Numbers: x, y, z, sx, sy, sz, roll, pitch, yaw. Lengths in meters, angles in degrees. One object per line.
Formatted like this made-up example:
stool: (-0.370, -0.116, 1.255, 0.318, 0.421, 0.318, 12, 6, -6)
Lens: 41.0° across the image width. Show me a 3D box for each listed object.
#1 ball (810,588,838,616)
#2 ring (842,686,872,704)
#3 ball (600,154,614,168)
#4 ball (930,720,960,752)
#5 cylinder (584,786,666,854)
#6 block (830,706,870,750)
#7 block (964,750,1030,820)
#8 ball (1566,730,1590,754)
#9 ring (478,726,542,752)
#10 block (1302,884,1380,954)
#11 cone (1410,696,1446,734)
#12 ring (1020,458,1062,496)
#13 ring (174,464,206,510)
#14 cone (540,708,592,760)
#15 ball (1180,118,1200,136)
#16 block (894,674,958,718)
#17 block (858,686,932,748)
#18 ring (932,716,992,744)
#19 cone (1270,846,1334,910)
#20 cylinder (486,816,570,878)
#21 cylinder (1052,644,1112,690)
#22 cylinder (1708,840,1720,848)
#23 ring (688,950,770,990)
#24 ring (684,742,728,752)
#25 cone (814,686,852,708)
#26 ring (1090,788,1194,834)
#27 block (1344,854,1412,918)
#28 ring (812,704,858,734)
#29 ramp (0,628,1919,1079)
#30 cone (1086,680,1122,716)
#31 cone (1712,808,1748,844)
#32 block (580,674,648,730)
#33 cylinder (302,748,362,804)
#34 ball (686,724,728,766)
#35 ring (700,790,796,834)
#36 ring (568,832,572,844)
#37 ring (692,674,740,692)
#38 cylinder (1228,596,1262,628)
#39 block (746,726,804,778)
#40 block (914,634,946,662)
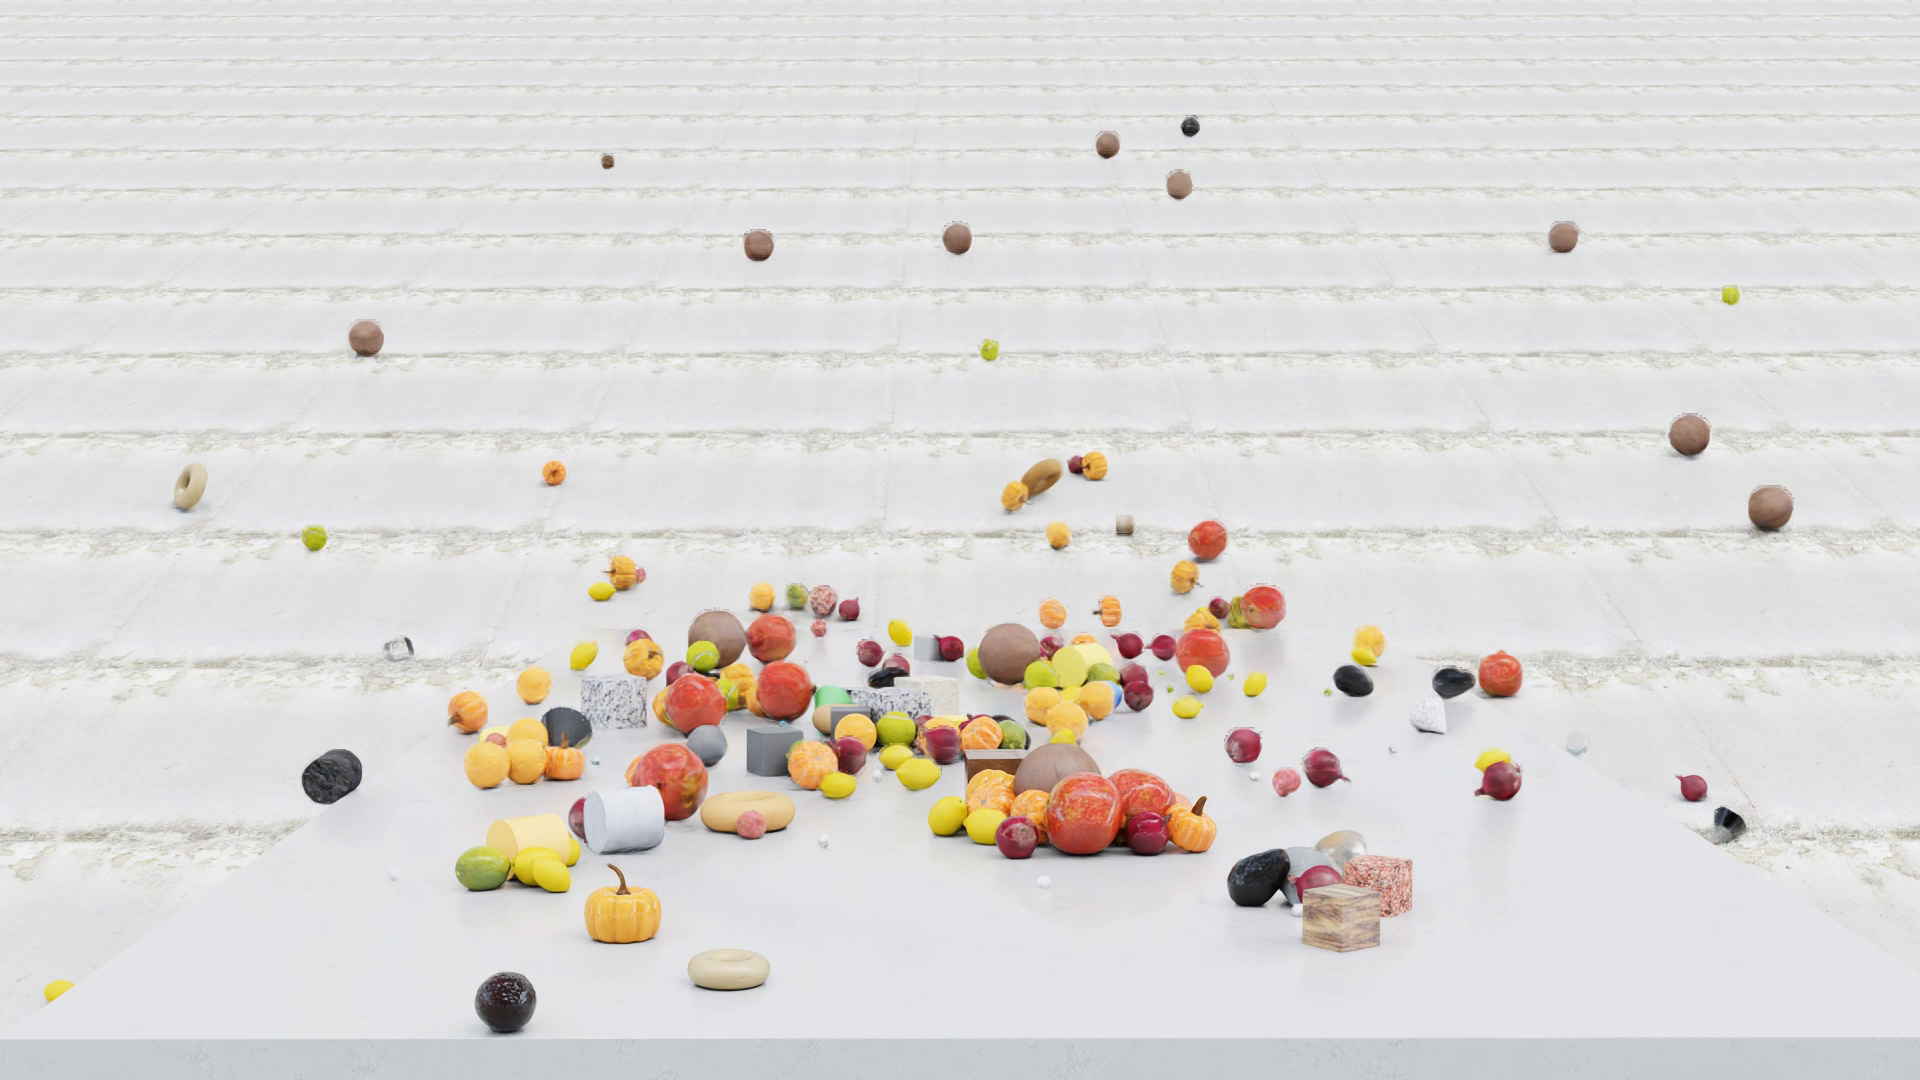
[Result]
ball: (-0.366, 0.165, 6.881, 0.075, 0.075, 0.075, 0, 19, 0)
ring: (-0.204, 0.308, 5.087, 0.088, 0.029, 0.088, 0, 2, 0)
ball: (-1.745, -1.874, 12.710, 0.070, 0.070, 0.070, 0, 19, 0)
ball: (-0.025, 0.339, 4.443, 0.053, 0.053, 0.053, 0, 19, 0)
cylinder: (-0.461, 0.384, 3.524, 0.085, 0.085, 0.085, -2, 18, -30)
block: (-0.191, 0.329, 4.481, 0.068, 0.068, 0.068, 0, 4, -3)
block: (0.055, 0.362, 3.801, 0.091, 0.091, 0.091, 0, 4, -3)
ball: (1.449, 0.476, 6.023, 0.056, 0.056, 0.056, 0, 19, 0)
ring: (-0.782, 0.346, 4.466, 0.109, 0.036, 0.109, 0, 4, 0)
block: (0.438, 0.434, 2.945, 0.062, 0.062, 0.062, -3, 5, -38)
cone: (0.866, 0.334, 4.663, 0.072, 0.072, 0.072, -7, 33, -20)
ring: (0.246, -0.190, 7.817, 0.149, 0.149, 0.050, -17, 62, -40)
ring: (-2.317, -0.161, 7.725, 0.049, 0.148, 0.148, 24, 2, -37)
cone: (-0.683, 0.349, 4.382, 0.092, 0.092, 0.092, 2, 31, 5)
ball: (1.215, -2.179, 13.535, 0.099, 0.099, 0.099, 0, 19, 0)
block: (-0.062, 0.300, 4.771, 0.086, 0.086, 0.086, -3, 5, -36)
block: (-0.115, 0.313, 4.535, 0.093, 0.093, 0.093, -3, 5, -34)
ring: (-0.004, 0.337, 4.563, 0.121, 0.040, 0.121, 1, 4, 0)
cone: (0.418, 0.433, 3.161, 0.079, 0.079, 0.079, 4, 31, 11)
cylinder: (-0.564, 0.400, 3.347, 0.078, 0.078, 0.078, 2, 14, -41)
cylinder: (0.251, 0.262, 5.300, 0.090, 0.090, 0.090, 15, 12, 37)
cylinder: (1.561, 0.668, 5.442, 0.077, 0.077, 0.077, 20, 25, 18)
ring: (-0.249, 0.463, 2.766, 0.090, 0.030, 0.090, 1, 4, 0)
ring: (-0.438, 0.354, 4.420, 0.077, 0.026, 0.077, 1, 4, 0)
cone: (-0.251, 0.326, 4.764, 0.081, 0.081, 0.081, 8, 33, 22)
ring: (0.262, 0.390, 3.698, 0.149, 0.050, 0.149, 1, 4, 0)
block: (0.510, 0.422, 3.130, 0.062, 0.062, 0.062, 3, 5, 34)
ring: (-0.196, 0.327, 4.660, 0.146, 0.049, 0.146, 3, 1, 0)
ramp: (0.045, 0.409, 4.537, 2.000, 0.100, 4.000, 0, 4, 0)
cone: (0.275, 0.318, 4.910, 0.071, 0.071, 0.071, 1, 30, 4)
cone: (1.656, 0.639, 5.587, 0.080, 0.080, 0.080, 19, 54, 44)
block: (-0.641, 0.300, 4.753, 0.090, 0.090, 0.090, -3, 5, -34)
cylinder: (-0.981, 0.370, 4.014, 0.073, 0.073, 0.073, 2, 8, 4)
ball: (-0.423, 0.342, 4.286, 0.068, 0.068, 0.068, 0, 19, 0)
ring: (-0.306, 0.392, 3.704, 0.138, 0.046, 0.138, -1, 4, 0)
ring: (-0.572, 0.414, 3.525, 0.081, 0.027, 0.081, -1, 4, 0)
ring: (-0.502, 0.293, 5.279, 0.101, 0.034, 0.101, 1, 0, 0)
cylinder: (0.753, 0.191, 6.770, 0.081, 0.081, 0.081, 5, 5, 0)
block: (-0.303, 0.346, 4.204, 0.071, 0.071, 0.071, -2, 4, -28)
block: (-0.068, 0.245, 5.839, 0.054, 0.054, 0.054, -3, 5, -40)
